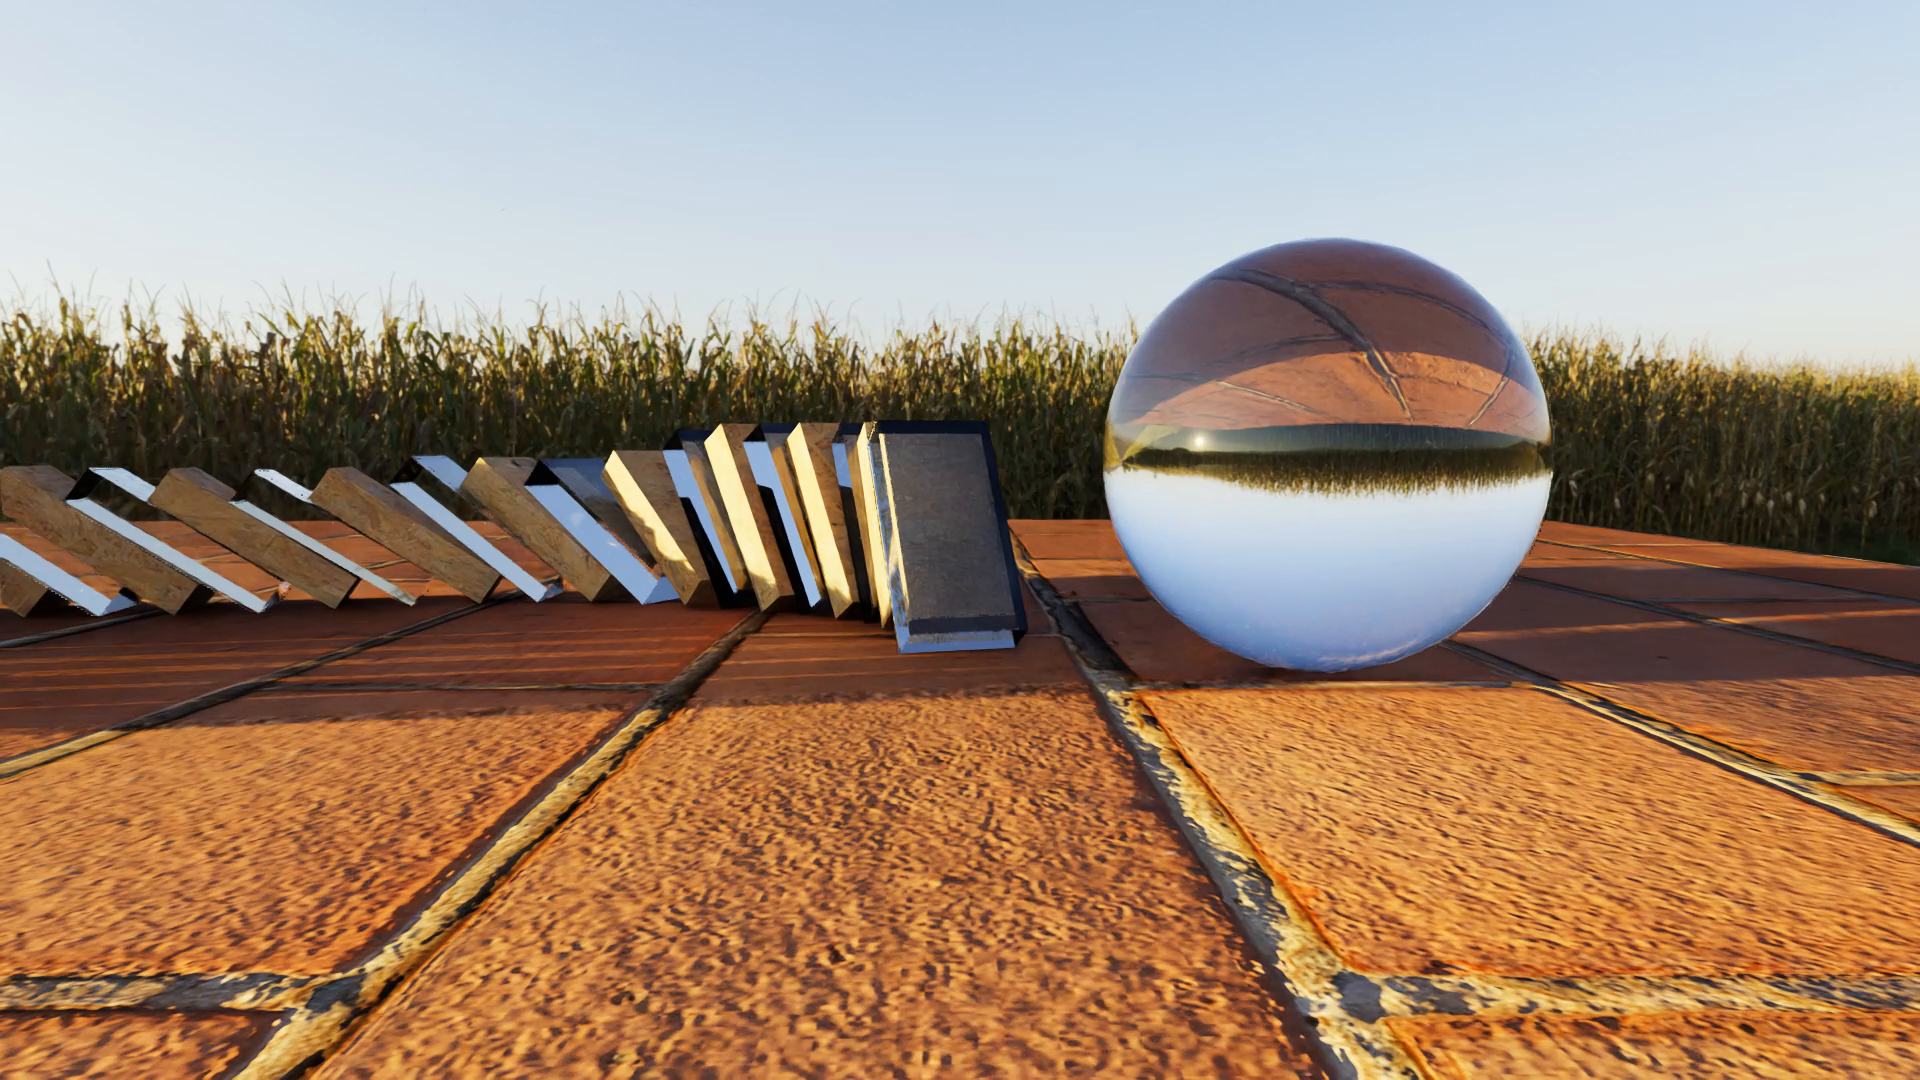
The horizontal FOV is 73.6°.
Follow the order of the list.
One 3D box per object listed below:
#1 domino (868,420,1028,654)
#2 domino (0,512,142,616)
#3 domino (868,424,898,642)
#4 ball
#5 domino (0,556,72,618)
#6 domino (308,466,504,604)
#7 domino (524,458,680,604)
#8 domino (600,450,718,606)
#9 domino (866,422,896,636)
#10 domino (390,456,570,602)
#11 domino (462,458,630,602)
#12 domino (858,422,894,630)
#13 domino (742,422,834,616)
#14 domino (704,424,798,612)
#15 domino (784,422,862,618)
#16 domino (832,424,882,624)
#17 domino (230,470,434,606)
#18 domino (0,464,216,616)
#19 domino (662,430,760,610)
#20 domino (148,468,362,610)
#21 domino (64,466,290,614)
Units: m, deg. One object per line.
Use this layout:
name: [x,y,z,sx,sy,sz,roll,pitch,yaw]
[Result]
domino: [-0.003,-0.002,0.271,0.025,0.050,0.010,-1,-27,-17]
domino: [-0.232,-0.001,0.323,0.050,0.009,0.025,37,-5,-14]
domino: [-0.004,-0.002,0.283,0.025,0.050,0.009,-1,-27,-17]
ball: [0.067,-0.015,0.239,0.080,0.080,0.080,0,4,0]
domino: [-0.248,-0.001,0.320,0.050,0.009,0.025,38,-5,-14]
domino: [-0.148,-0.002,0.348,0.050,0.009,0.025,34,-4,-13]
domino: [-0.094,-0.003,0.356,0.050,0.009,0.025,42,18,15]
domino: [-0.075,-0.004,0.353,0.025,0.009,0.050,-4,47,-50]
domino: [-0.005,-0.003,0.294,0.025,0.050,0.009,-1,-27,-17]
domino: [-0.130,-0.004,0.355,0.050,0.009,0.025,39,2,-4]
domino: [-0.112,-0.004,0.359,0.050,0.009,0.025,40,12,9]
domino: [-0.008,-0.004,0.305,0.025,0.050,0.009,-1,-27,-17]
domino: [-0.036,-0.006,0.332,0.025,0.050,0.009,-4,-25,-43]
domino: [-0.047,-0.007,0.337,0.025,0.050,0.009,-4,-25,-43]
domino: [-0.025,-0.006,0.325,0.025,0.050,0.009,-3,-26,-35]
domino: [-0.015,-0.005,0.315,0.025,0.050,0.009,-2,-27,-22]
domino: [-0.165,-0.001,0.341,0.050,0.009,0.025,34,-6,-17]
domino: [-0.215,0.000,0.324,0.050,0.010,0.025,36,-5,-14]
domino: [-0.059,-0.006,0.344,0.025,0.050,0.009,-3,-30,-43]
domino: [-0.182,-0.001,0.335,0.050,0.009,0.025,35,-7,-17]
domino: [-0.197,0.000,0.328,0.050,0.009,0.025,36,-7,-17]
